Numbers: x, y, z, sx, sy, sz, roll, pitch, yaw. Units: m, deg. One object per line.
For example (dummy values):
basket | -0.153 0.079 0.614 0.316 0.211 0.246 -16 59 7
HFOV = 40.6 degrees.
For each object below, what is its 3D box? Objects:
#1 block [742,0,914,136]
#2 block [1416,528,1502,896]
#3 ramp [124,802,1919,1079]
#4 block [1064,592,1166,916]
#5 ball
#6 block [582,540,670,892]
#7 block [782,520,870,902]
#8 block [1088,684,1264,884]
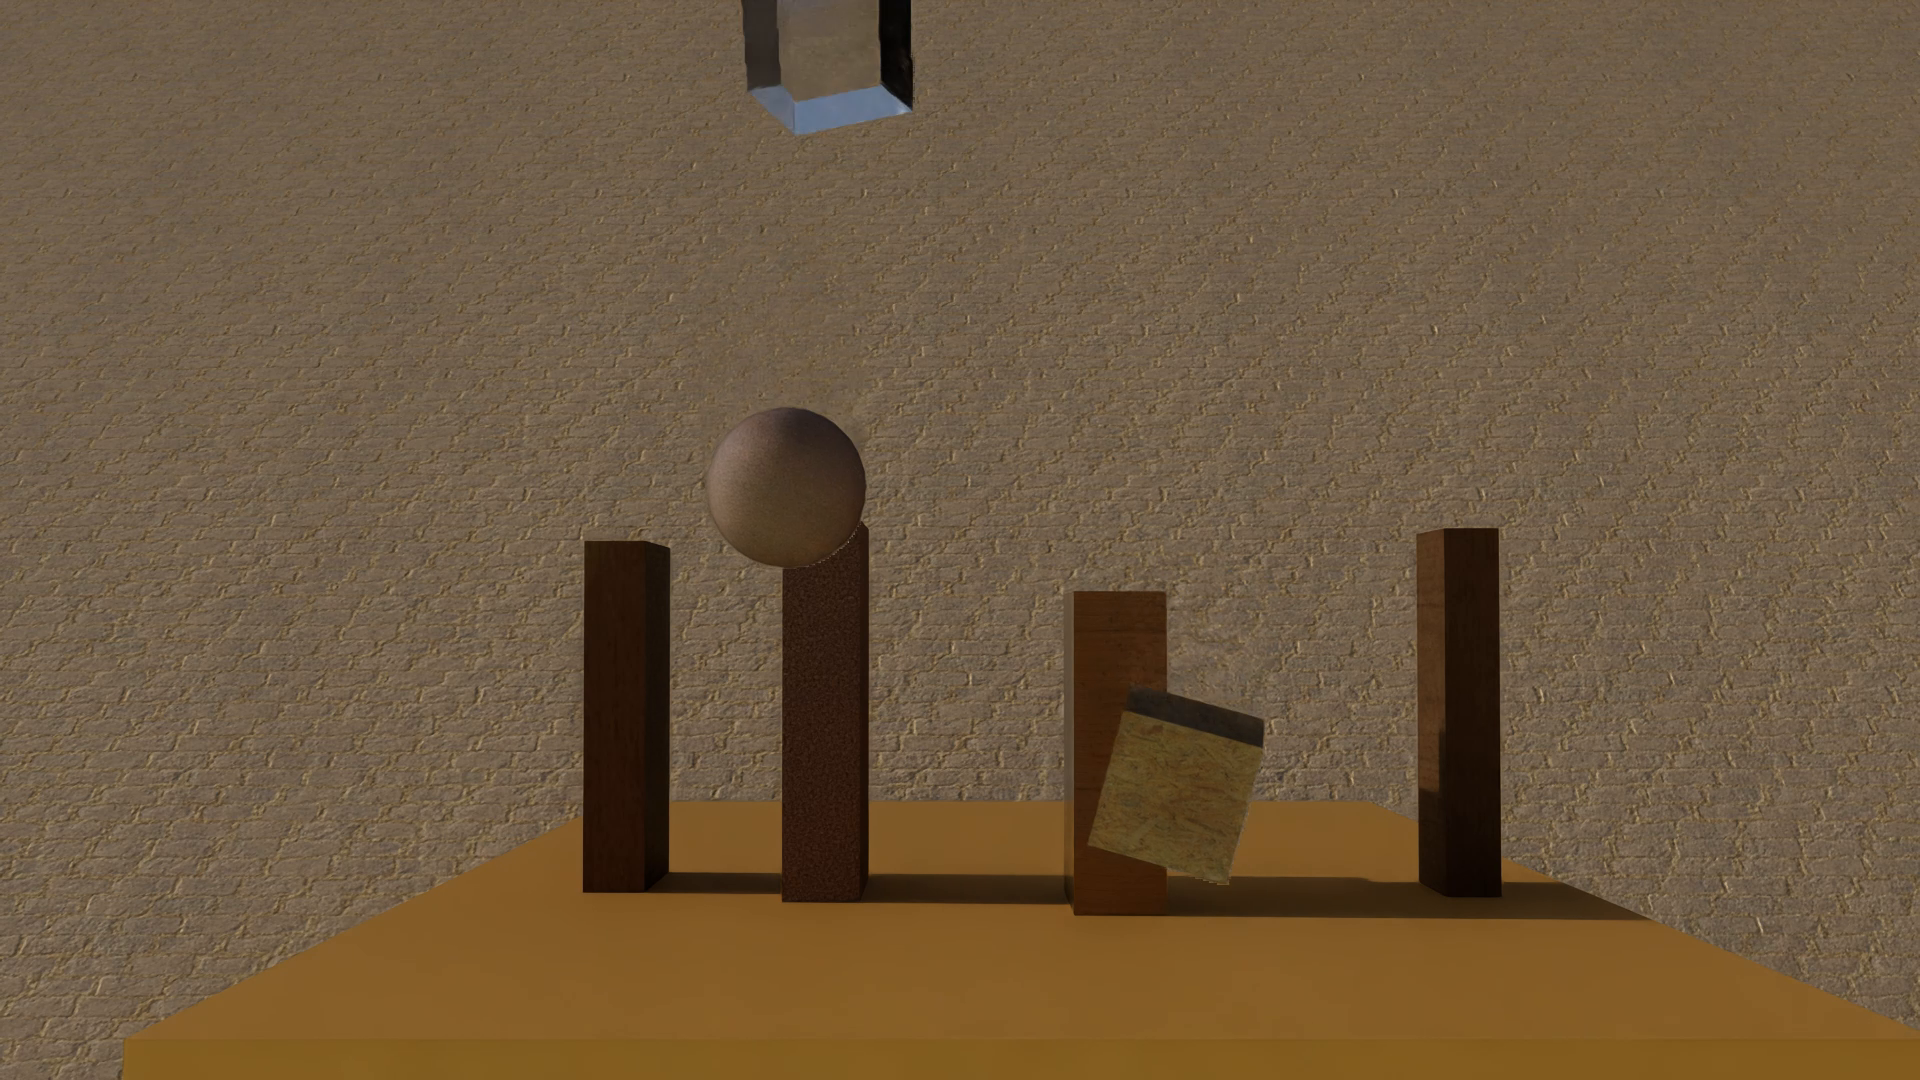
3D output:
block | -0.127 -0.475 2.479 0.122 0.122 0.122 -15 35 -21
block | 0.869 0.296 4.538 0.093 0.624 0.266 0 -2 0
ramp | 0.078 0.670 4.859 2.000 0.100 4.000 0 -2 0
block | 0.254 0.344 4.310 0.147 0.513 0.386 0 -2 0
ball | -0.187 -0.057 2.793 0.172 0.172 0.172 0 36 0
block | -0.596 0.311 4.672 0.106 0.605 0.380 0 -2 0
block | -0.231 0.291 4.532 0.129 0.635 0.426 0 -2 0
block | 0.235 0.260 2.808 0.151 0.151 0.151 15 9 5
